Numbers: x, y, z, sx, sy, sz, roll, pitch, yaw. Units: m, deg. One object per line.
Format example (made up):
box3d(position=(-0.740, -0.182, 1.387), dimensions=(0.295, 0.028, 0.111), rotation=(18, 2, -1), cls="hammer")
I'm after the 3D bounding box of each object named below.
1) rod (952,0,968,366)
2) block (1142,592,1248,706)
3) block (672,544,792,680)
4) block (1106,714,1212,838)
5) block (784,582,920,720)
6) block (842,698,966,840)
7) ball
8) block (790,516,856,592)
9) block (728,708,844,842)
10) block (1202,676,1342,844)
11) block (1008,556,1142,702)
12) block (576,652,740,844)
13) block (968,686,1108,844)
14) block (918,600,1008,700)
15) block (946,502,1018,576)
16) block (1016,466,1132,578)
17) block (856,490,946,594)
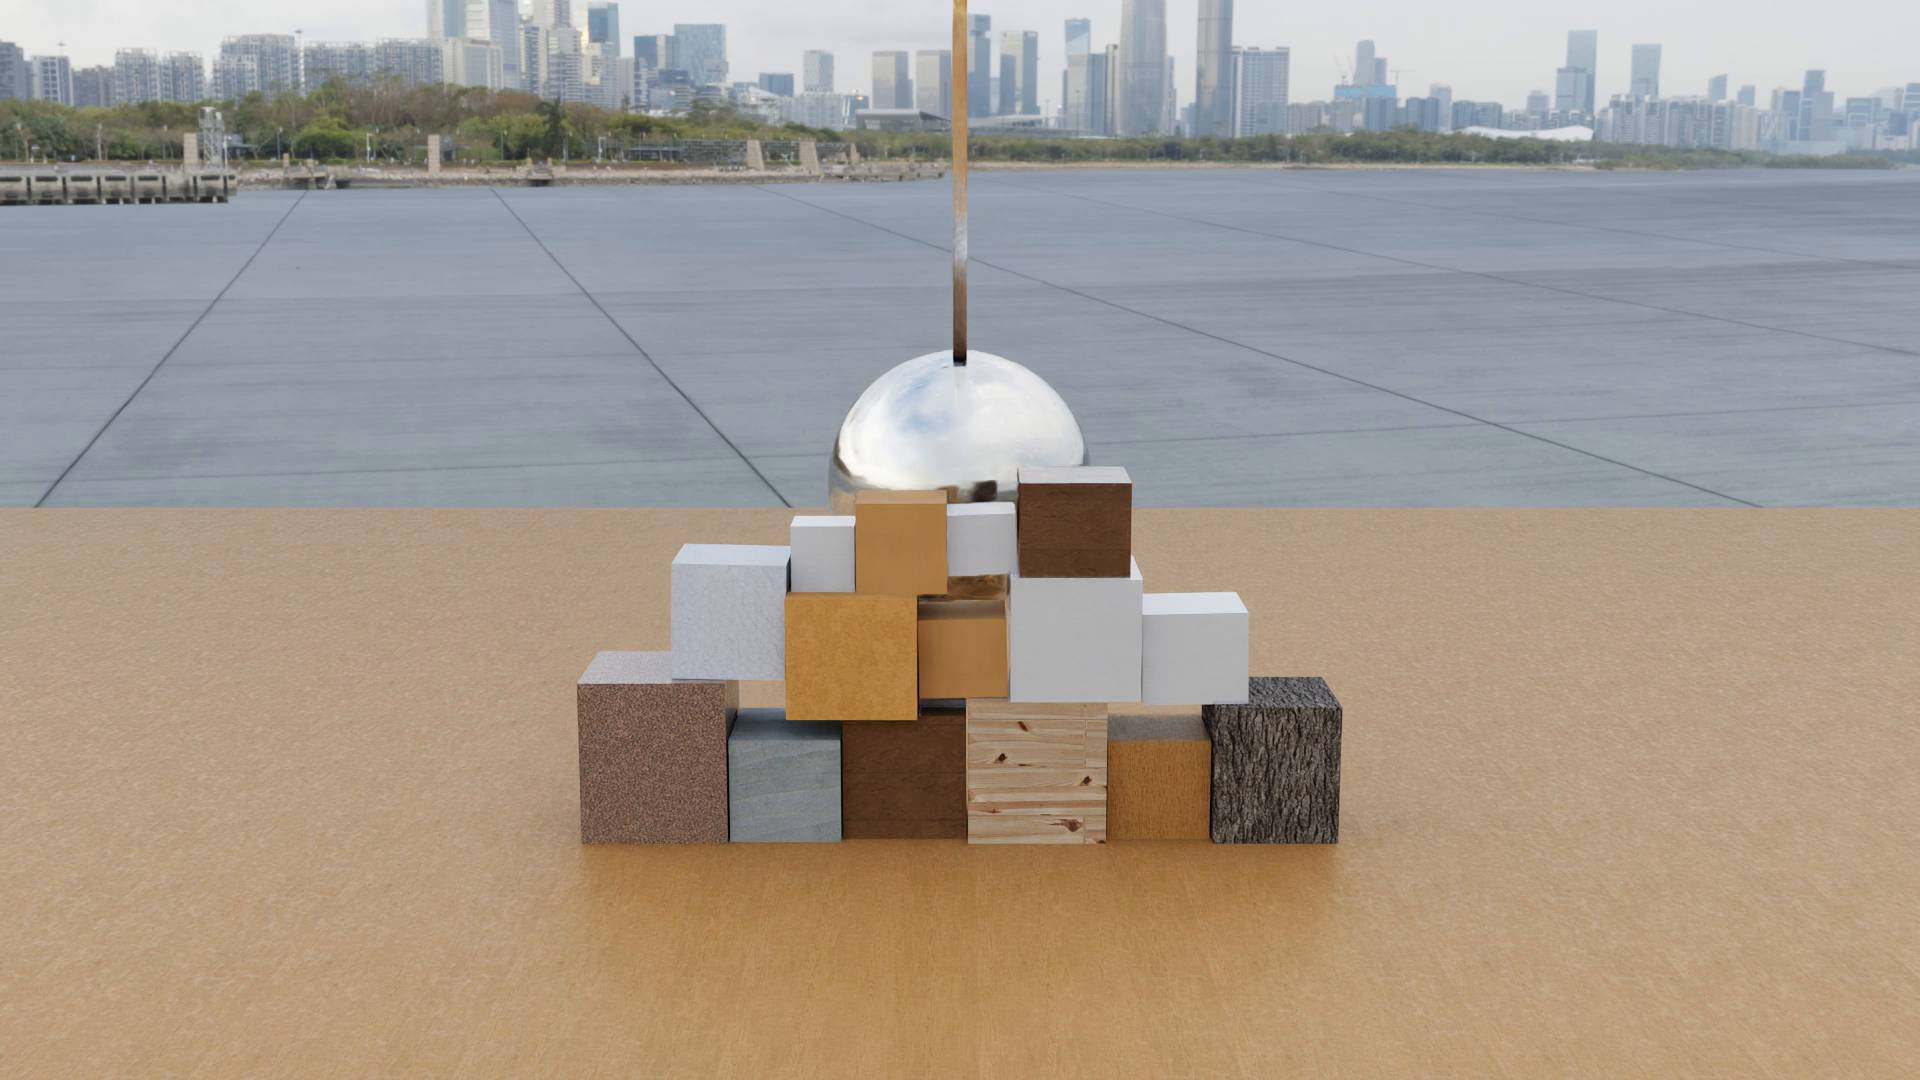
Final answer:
box3d(position=(0.000, -3.270, 11.499), dimensions=(0.080, 5.200, 0.080), rotation=(0, 31, 0), cls="rod")
box3d(position=(1.179, 0.552, 11.268), dimensions=(0.533, 0.468, 0.510), rotation=(-1, 10, 0), cls="block")
box3d(position=(-1.158, 0.363, 11.262), dimensions=(0.570, 0.588, 0.541), rotation=(1, 10, 0), cls="block")
box3d(position=(1.009, 1.221, 11.421), dimensions=(0.522, 0.512, 0.547), rotation=(0, 10, 0), cls="block")
box3d(position=(-0.542, 0.541, 11.263), dimensions=(0.657, 0.615, 0.644), rotation=(0, 10, 0), cls="block")
box3d(position=(-0.281, 1.157, 11.400), dimensions=(0.624, 0.645, 0.537), rotation=(0, 10, 0), cls="block")
box3d(position=(0.000, -0.342, 13.227), dimensions=(1.600, 1.600, 1.600), rotation=(0, 10, 0), cls="ball")
box3d(position=(-0.689, 0.070, 11.195), dimensions=(0.320, 0.338, 0.309), rotation=(0, 10, 0), cls="block")
box3d(position=(-0.883, 1.211, 11.419), dimensions=(0.561, 0.532, 0.656), rotation=(0, 10, 0), cls="block")
box3d(position=(1.596, 1.129, 11.372), dimensions=(0.633, 0.709, 0.641), rotation=(0, 10, 0), cls="block")
box3d(position=(0.580, 0.445, 11.278), dimensions=(0.655, 0.623, 0.650), rotation=(0, 10, 0), cls="block")
box3d(position=(-1.543, 1.063, 11.389), dimensions=(0.739, 0.834, 0.702), rotation=(0, 10, 0), cls="block")
box3d(position=(0.390, 1.112, 11.400), dimensions=(0.697, 0.733, 0.701), rotation=(0, 10, 0), cls="block")
box3d(position=(0.014, 0.557, 11.278), dimensions=(0.445, 0.404, 0.456), rotation=(-1, 10, 0), cls="block")
box3d(position=(0.110, -0.008, 11.193), dimensions=(0.345, 0.309, 0.359), rotation=(-2, 10, 0), cls="block")
box3d(position=(0.573, -0.096, 11.178), dimensions=(0.552, 0.477, 0.556), rotation=(0, 10, 0), cls="block")
box3d(position=(-0.294, 0.009, 11.175), dimensions=(0.452, 0.463, 0.421), rotation=(0, 10, 0), cls="block")
